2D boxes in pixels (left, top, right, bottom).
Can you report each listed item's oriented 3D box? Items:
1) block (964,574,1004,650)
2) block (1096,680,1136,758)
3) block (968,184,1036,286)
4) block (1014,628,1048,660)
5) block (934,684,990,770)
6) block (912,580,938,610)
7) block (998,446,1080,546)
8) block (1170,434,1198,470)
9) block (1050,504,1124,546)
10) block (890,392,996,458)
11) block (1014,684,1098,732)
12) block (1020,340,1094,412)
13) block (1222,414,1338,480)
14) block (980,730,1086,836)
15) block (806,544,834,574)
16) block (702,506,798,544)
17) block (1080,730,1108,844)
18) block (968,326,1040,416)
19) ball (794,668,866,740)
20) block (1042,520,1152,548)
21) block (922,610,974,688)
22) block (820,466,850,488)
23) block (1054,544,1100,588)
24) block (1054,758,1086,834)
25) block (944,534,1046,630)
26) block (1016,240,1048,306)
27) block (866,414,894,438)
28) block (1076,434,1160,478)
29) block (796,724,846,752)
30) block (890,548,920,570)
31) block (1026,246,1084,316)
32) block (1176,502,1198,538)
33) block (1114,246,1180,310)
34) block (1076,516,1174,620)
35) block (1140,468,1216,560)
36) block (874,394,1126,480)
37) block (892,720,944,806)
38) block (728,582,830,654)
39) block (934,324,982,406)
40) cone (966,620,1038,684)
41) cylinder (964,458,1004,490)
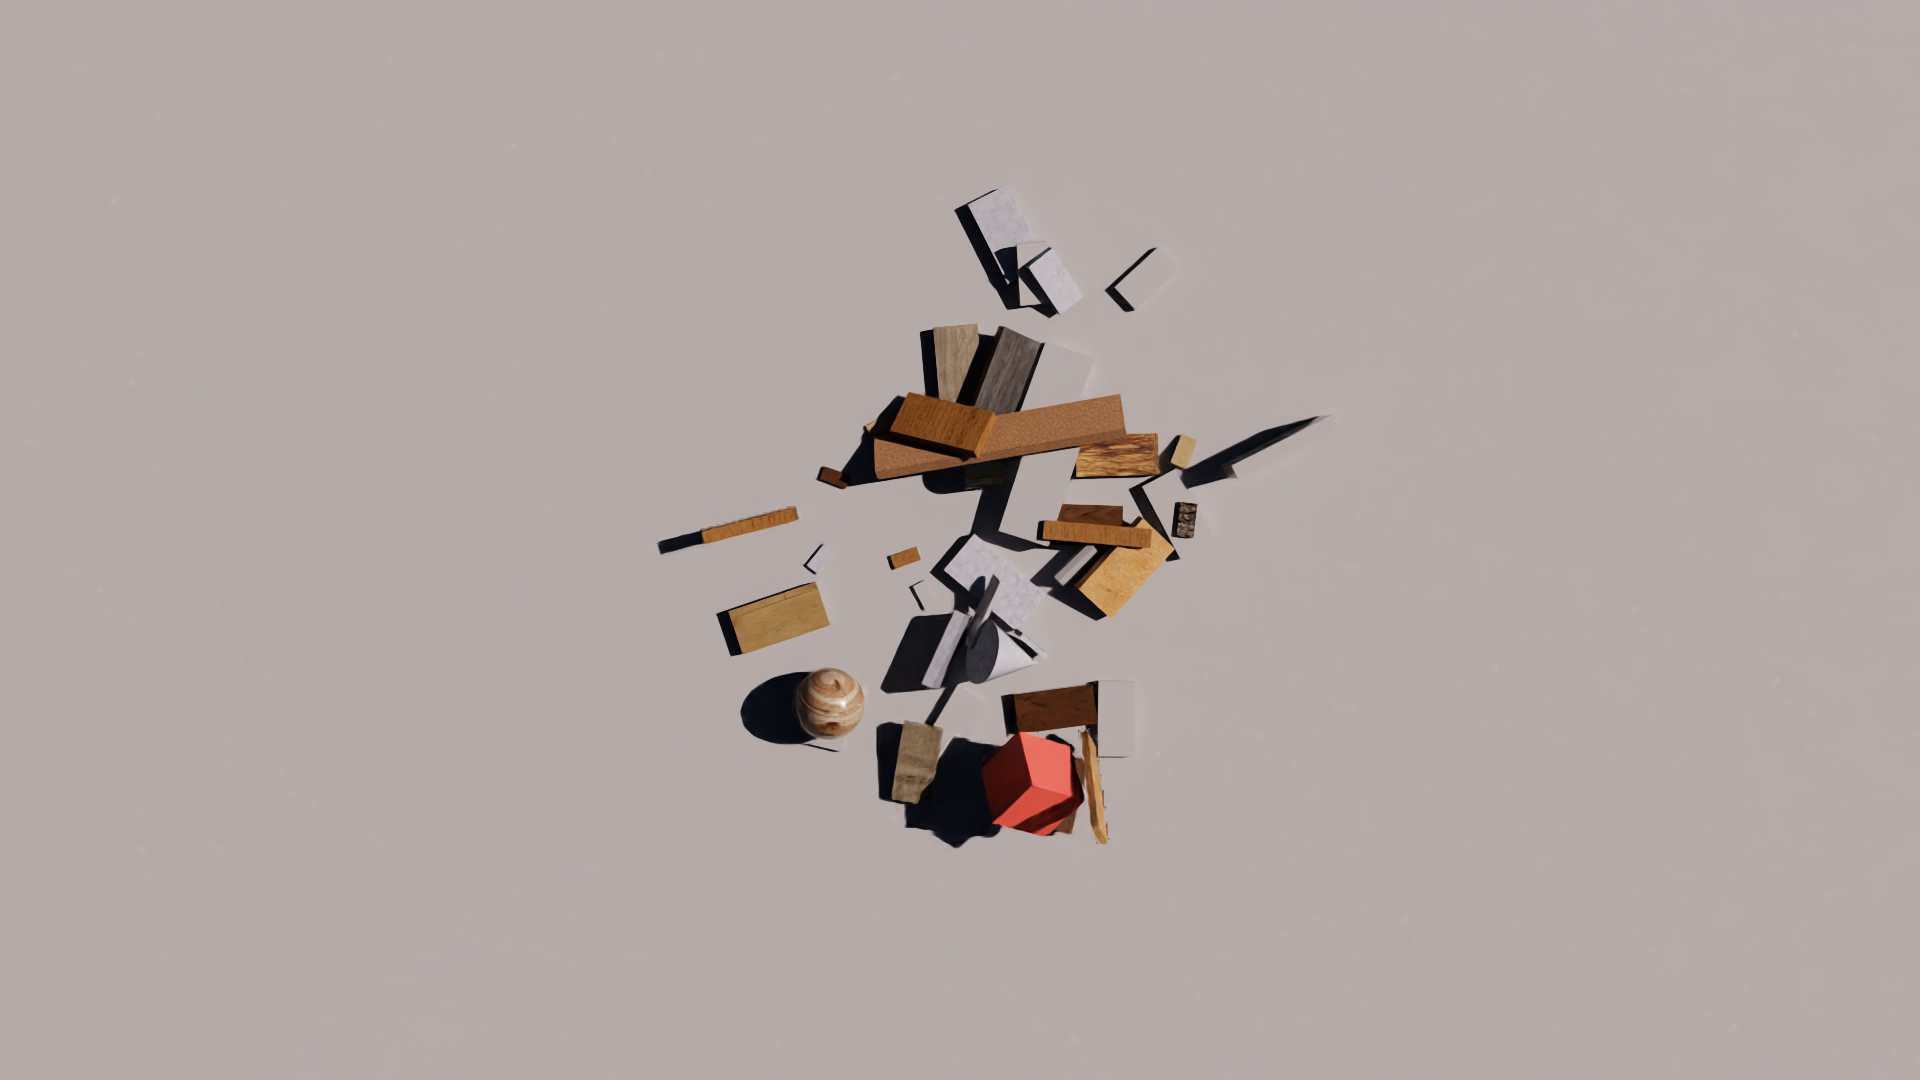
[{"bbox_3d":[0.077,0.236,5.434,0.016,0.057,0.256,13,111,-31],"label":"block"},{"bbox_3d":[0.520,0.594,5.482,0.125,0.035,0.249,1,90,0],"label":"block"},{"bbox_3d":[0.157,-1.012,5.479,0.147,0.042,0.294,-27,90,0],"label":"block"},{"bbox_3d":[0.235,0.344,5.448,0.124,0.062,0.018,41,90,-22],"label":"block"},{"bbox_3d":[-0.019,0.620,5.482,0.125,0.035,0.249,31,90,0],"label":"block"},{"bbox_3d":[-0.116,0.184,5.493,0.046,0.013,0.092,-28,90,0],"label":"block"},{"bbox_3d":[0.261,-0.168,5.431,0.172,0.049,0.344,18,92,0],"label":"block"},{"bbox_3d":[0.741,-0.291,5.473,0.057,0.016,0.113,24,69,0],"label":"block"},{"bbox_3d":[0.401,-0.049,5.481,0.274,0.039,0.137,2,90,0],"label":"block"},{"bbox_3d":[-0.056,-0.376,5.390,0.314,0.044,0.157,15,66,24],"label":"block"},{"bbox_3d":[0.317,0.560,5.481,0.264,0.037,0.132,-7,90,0],"label":"block"},{"bbox_3d":[0.306,-0.468,5.476,0.172,0.049,0.344,20,90,0],"label":"block"},{"bbox_3d":[1.048,-0.305,5.413,0.367,0.172,0.049,-27,94,0],"label":"block"},{"bbox_3d":[0.233,0.787,5.316,0.215,0.215,0.215,20,128,-31],"label":"block"},{"bbox_3d":[-0.464,0.063,5.493,0.046,0.013,0.092,39,90,0],"label":"block"},{"bbox_3d":[-0.688,-0.049,5.423,0.303,0.152,0.043,-14,94,0],"label":"block"},{"bbox_3d":[0.426,0.783,5.251,0.023,0.434,0.081,-20,123,12],"label":"block"},{"bbox_3d":[0.145,-0.541,5.445,0.147,0.042,0.294,21,89,-28],"label":"block"},{"bbox_3d":[-0.427,0.535,5.383,0.234,0.234,0.234,0,90,0],"label":"ball"},{"bbox_3d":[0.449,-0.020,5.401,0.353,0.018,0.062,5,90,0],"label":"block"},{"bbox_3d":[-0.041,0.361,5.432,0.037,0.132,0.264,24,90,14],"label":"block"},{"bbox_3d":[-0.416,-0.208,5.493,0.092,0.013,0.046,21,90,0],"label":"block"},{"bbox_3d":[0.387,0.085,5.458,0.162,0.081,0.023,-44,65,0],"label":"block"},{"bbox_3d":[0.336,0.837,5.459,0.125,0.035,0.249,15,79,0],"label":"block"},{"bbox_3d":[0.116,0.140,5.478,0.314,0.044,0.157,40,90,0],"label":"block"},{"bbox_3d":[0.240,-0.881,5.446,0.101,0.029,0.203,-7,110,-7],"label":"block"},{"bbox_3d":[-0.262,-0.379,5.493,0.092,0.013,0.046,-27,90,0],"label":"block"},{"bbox_3d":[0.520,-0.281,5.481,0.274,0.039,0.137,-2,90,0],"label":"block"},{"bbox_3d":[-0.461,0.646,5.489,0.162,0.023,0.081,13,90,0],"label":"block"},{"bbox_3d":[-0.181,0.060,5.493,0.092,0.013,0.046,-20,90,0],"label":"block"},{"bbox_3d":[0.313,-0.854,5.440,0.101,0.029,0.203,-39,116,-4],"label":"block"},{"bbox_3d":[0.750,-0.067,5.453,0.057,0.016,0.113,7,90,0],"label":"block"},{"bbox_3d":[0.621,-0.870,5.486,0.203,0.029,0.101,-43,90,0],"label":"block"},{"bbox_3d":[0.545,0.091,5.455,0.157,0.044,0.314,42,90,-18],"label":"block"},{"bbox_3d":[0.728,-0.088,5.481,0.137,0.039,0.274,-28,90,0],"label":"block"},{"bbox_3d":[0.126,-0.337,5.384,0.823,0.043,0.152,-9,51,7],"label":"block"},{"bbox_3d":[-0.141,0.738,5.453,0.132,0.037,0.264,10,101,4],"label":"block"},{"bbox_3d":[-0.599,0.259,5.479,0.303,0.043,0.152,-19,90,0],"label":"block"},{"bbox_3d":[-0.003,-0.564,5.479,0.147,0.042,0.294,-5,90,0],"label":"block"},{"bbox_3d":[0.167,0.389,5.452,0.216,0.216,0.216,13,90,-27],"label":"cone"},{"bbox_3d":[0.074,-0.237,5.438,0.125,0.125,0.125,-7,90,0],"label":"cylinder"}]
